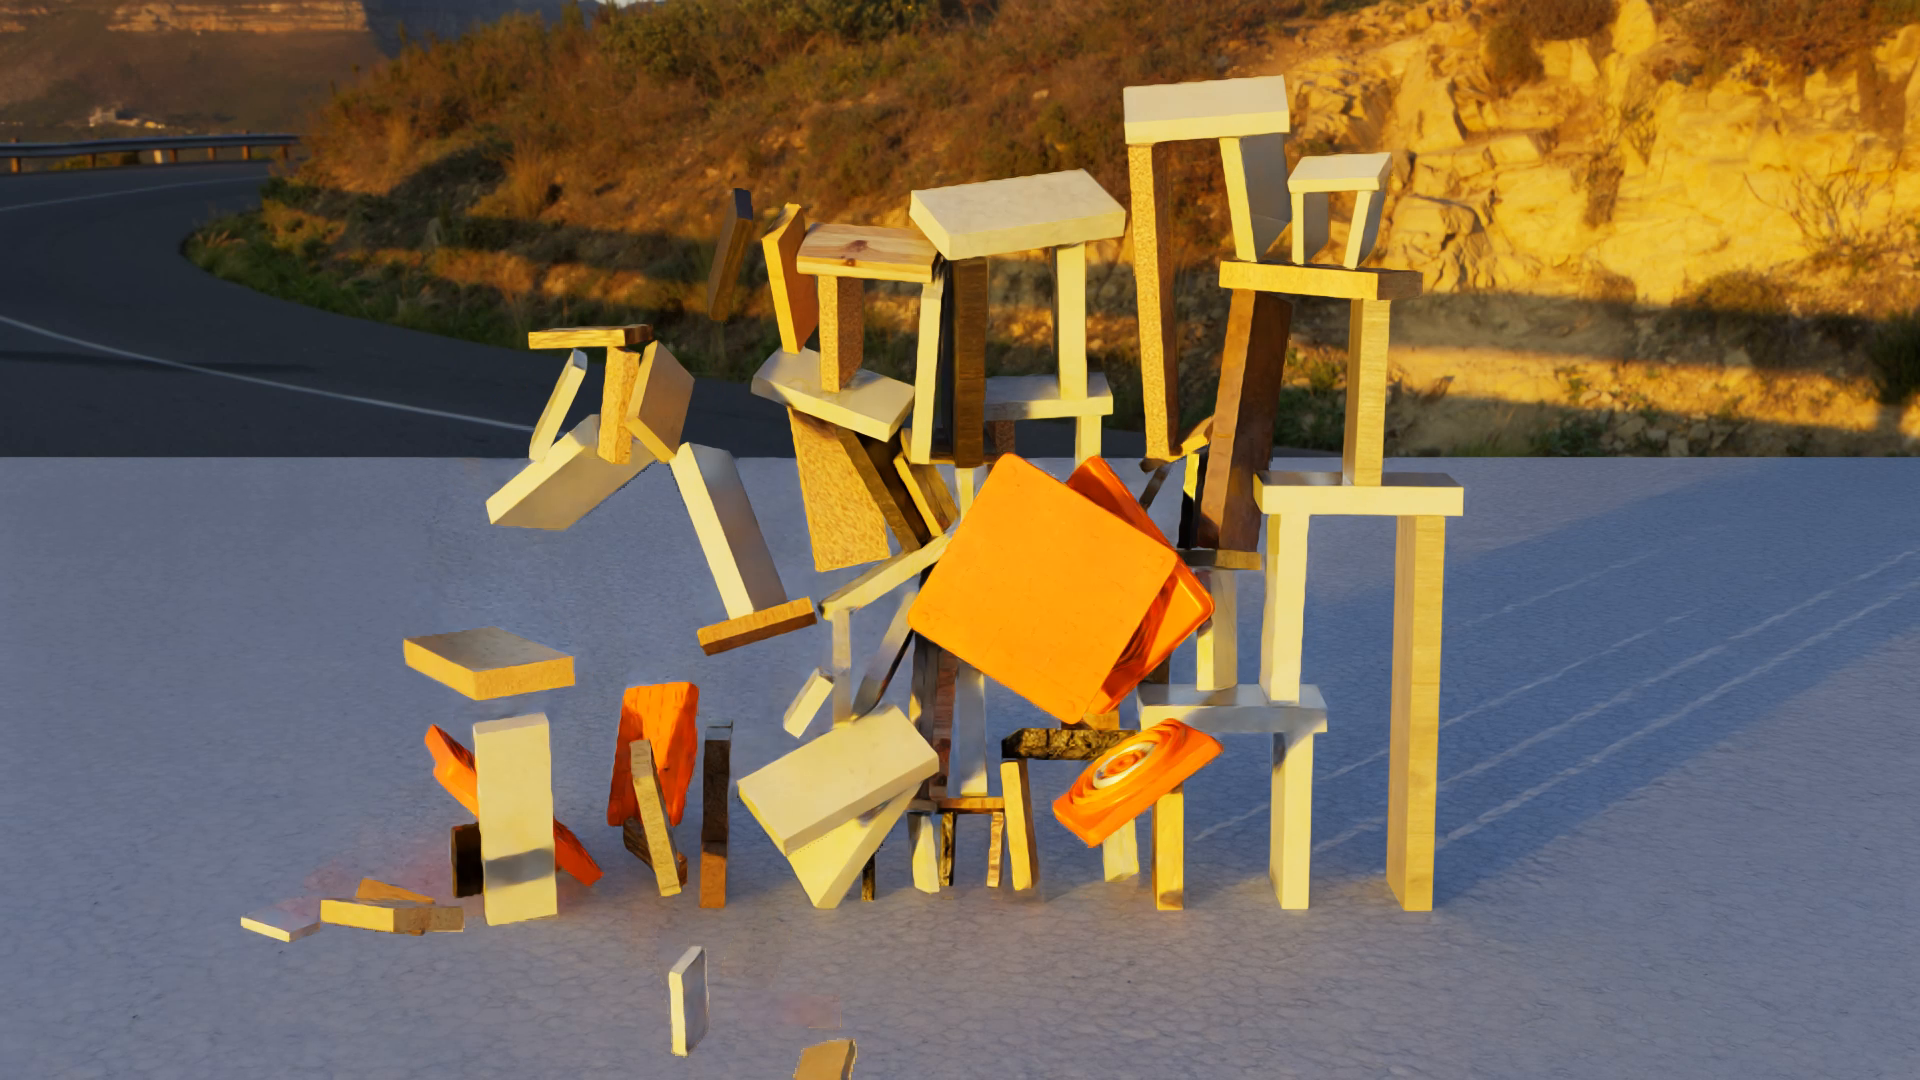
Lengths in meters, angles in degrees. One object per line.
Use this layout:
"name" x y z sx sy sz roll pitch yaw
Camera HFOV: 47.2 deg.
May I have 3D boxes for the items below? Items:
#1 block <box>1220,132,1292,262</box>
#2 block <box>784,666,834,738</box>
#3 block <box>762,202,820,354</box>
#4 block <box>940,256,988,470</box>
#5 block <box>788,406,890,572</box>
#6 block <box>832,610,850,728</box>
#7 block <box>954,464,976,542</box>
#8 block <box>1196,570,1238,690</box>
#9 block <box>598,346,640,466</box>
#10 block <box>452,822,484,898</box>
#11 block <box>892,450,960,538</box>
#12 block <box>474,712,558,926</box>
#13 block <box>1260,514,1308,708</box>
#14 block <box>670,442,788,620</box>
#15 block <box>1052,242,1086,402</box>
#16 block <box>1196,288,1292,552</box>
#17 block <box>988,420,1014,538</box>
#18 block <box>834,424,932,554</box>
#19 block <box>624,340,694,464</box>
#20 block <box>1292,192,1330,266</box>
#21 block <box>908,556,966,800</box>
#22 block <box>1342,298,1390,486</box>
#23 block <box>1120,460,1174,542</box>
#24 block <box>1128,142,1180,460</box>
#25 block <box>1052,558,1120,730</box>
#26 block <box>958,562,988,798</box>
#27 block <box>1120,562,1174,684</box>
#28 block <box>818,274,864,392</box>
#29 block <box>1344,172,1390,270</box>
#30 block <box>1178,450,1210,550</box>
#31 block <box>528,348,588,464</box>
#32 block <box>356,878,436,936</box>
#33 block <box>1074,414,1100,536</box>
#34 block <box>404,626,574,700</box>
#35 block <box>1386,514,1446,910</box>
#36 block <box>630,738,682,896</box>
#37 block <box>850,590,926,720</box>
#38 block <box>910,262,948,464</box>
"block" 0.476 -0.580 3.519 0.035 0.248 0.124 20 55 31
"block" -0.238 0.253 3.452 0.028 0.098 0.195 34 -1 -4
"block" -0.269 -0.418 3.532 0.027 0.232 0.094 13 49 18
"block" 0.005 -0.316 3.555 0.043 0.381 0.152 -6 37 -9
"block" -0.205 -0.098 3.723 0.123 0.285 0.035 -12 10 -13
"block" -0.192 0.206 3.549 0.028 0.098 0.195 0 31 -4
"block" 0.007 -0.080 3.743 0.021 0.156 0.075 -7 44 -5
"block" 0.423 0.147 3.618 0.028 0.194 0.097 -1 0 31
"block" -0.542 -0.215 3.489 0.025 0.177 0.089 2 11 -27
"block" -0.813 0.532 3.656 0.059 0.119 0.017 -8 16 -37
"block" -0.056 -0.088 3.704 0.021 0.150 0.075 -17 20 32
"block" -0.698 0.442 3.459 0.110 0.371 0.031 -8 31 -19
"block" 0.527 0.099 3.582 0.044 0.314 0.157 2 10 1
"block" -0.396 -0.008 3.801 0.045 0.319 0.160 -26 -12 17
"block" 0.180 -0.401 3.647 0.043 0.304 0.152 -3 27 -1
"block" 0.473 -0.193 3.649 0.041 0.428 0.146 8 0 33
"block" 0.070 -0.127 3.769 0.032 0.223 0.112 -4 28 -6
"block" -0.112 -0.114 3.688 0.035 0.247 0.123 -16 24 34
"block" -0.468 -0.217 3.434 0.027 0.094 0.187 -23 37 25
"block" 0.559 -0.518 3.508 0.021 0.146 0.073 28 54 32
"block" -0.044 0.234 3.706 0.032 0.406 0.114 8 -10 -23
"block" 0.649 -0.242 3.516 0.041 0.292 0.146 1 10 2
"block" 0.320 -0.072 3.753 0.020 0.143 0.072 29 27 3
"block" 0.315 -0.397 3.538 0.035 0.538 0.124 2 31 15
"block" 0.215 0.195 3.786 0.042 0.299 0.149 4 -18 -20
"block" 0.020 0.248 3.759 0.042 0.396 0.149 -2 -16 1
"block" 0.313 0.141 3.693 0.028 0.194 0.097 -6 -13 44
"block" -0.191 -0.359 3.555 0.030 0.215 0.108 13 37 16
"block" 0.637 -0.502 3.444 0.021 0.146 0.073 26 49 21
"block" 0.392 -0.067 3.660 0.020 0.160 0.072 9 10 25
"block" -0.664 -0.222 3.632 0.025 0.177 0.089 23 19 -17
"block" -0.897 0.580 3.480 0.119 0.059 0.017 16 -12 5
"block" 0.218 -0.132 3.771 0.032 0.223 0.112 -2 26 -2
"block" -0.794 0.203 3.682 0.160 0.045 0.464 -8 8 -27
"block" 0.746 0.269 3.607 0.044 0.654 0.157 0 11 0
"block" -0.475 0.433 3.429 0.031 0.220 0.110 -12 27 -5
"block" -0.120 0.196 3.633 0.032 0.114 0.229 24 40 3
"block" -0.051 -0.283 3.537 0.030 0.325 0.108 6 41 1
